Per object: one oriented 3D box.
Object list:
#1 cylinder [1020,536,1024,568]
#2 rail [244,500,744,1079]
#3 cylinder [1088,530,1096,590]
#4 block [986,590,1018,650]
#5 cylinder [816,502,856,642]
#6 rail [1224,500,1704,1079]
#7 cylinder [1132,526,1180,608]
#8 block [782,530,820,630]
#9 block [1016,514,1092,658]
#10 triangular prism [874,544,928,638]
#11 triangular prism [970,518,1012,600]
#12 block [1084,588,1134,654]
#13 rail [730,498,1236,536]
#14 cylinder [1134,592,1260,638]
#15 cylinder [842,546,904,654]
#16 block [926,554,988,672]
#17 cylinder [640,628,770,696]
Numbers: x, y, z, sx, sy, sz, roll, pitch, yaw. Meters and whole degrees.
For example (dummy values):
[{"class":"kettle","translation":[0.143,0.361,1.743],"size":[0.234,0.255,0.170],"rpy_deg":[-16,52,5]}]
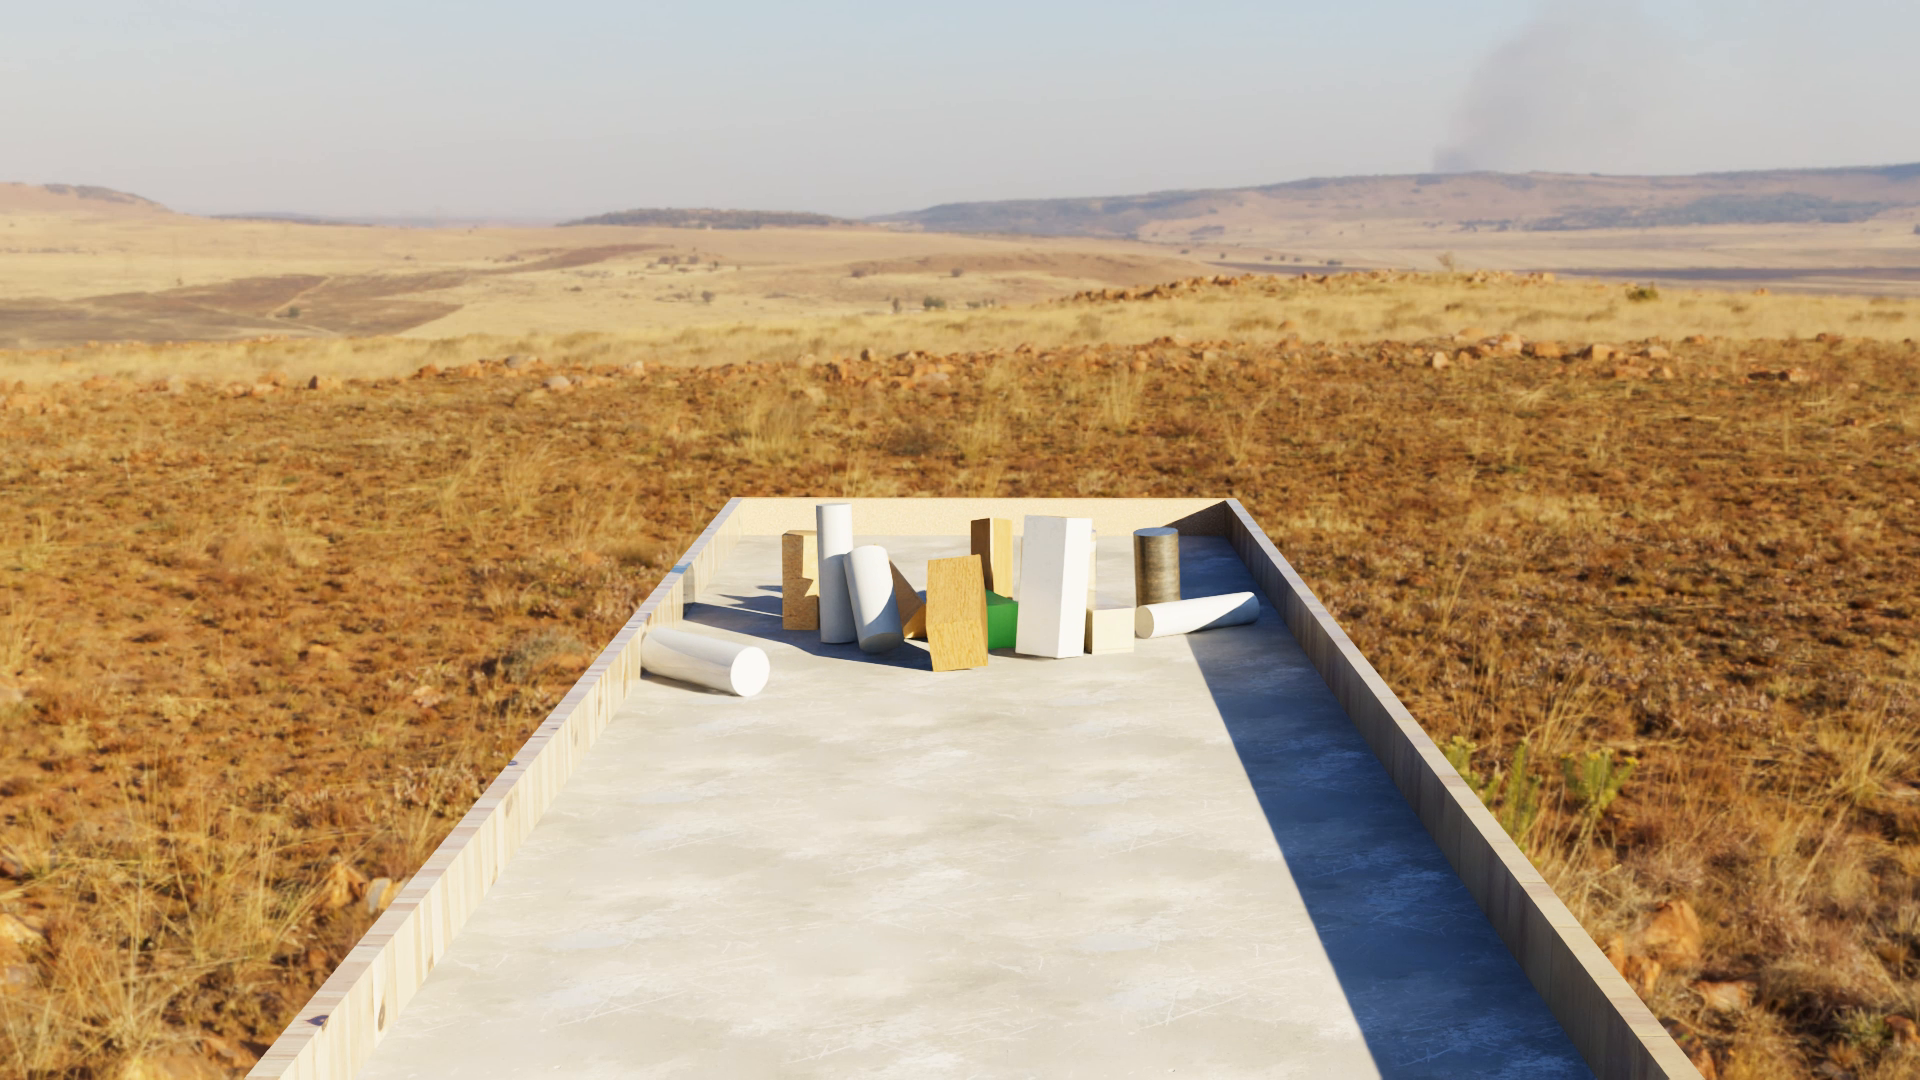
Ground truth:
[{"class":"cylinder","translation":[0.261,0.158,6.937],"size":[0.148,0.331,0.148],"rpy_deg":[2,8,0]},{"class":"rail","translation":[-1.004,0.839,3.234],"size":[0.050,0.150,12.000],"rpy_deg":[0,9,1]},{"class":"cylinder","translation":[0.371,0.121,7.269],"size":[0.159,0.306,0.159],"rpy_deg":[0,9,0]},{"class":"block","translation":[0.045,0.240,7.051],"size":[0.138,0.138,0.418],"rpy_deg":[-4,10,-23]},{"class":"cylinder","translation":[-0.392,0.103,6.956],"size":[0.113,0.433,0.113],"rpy_deg":[-2,6,0]},{"class":"rail","translation":[1.046,0.843,3.208],"size":[0.050,0.150,12.000],"rpy_deg":[0,9,1]},{"class":"cylinder","translation":[0.645,0.125,7.188],"size":[0.148,0.312,0.148],"rpy_deg":[-3,12,1]},{"class":"block","translation":[-0.513,0.130,7.193],"size":[0.114,0.312,0.114],"rpy_deg":[1,9,8]},{"class":"block","translation":[0.287,0.139,6.725],"size":[0.151,0.422,0.151],"rpy_deg":[5,2,33]},{"class":"triangular prism","translation":[-0.208,0.160,7.145],"size":[0.140,0.121,0.407],"rpy_deg":[0,28,-27]},{"class":"triangular prism","translation":[0.088,0.103,7.248],"size":[0.118,0.341,0.136],"rpy_deg":[-3,-5,30]},{"class":"block","translation":[0.404,0.251,6.985],"size":[0.138,0.138,0.424],"rpy_deg":[-3,10,-19]},{"class":"rail","translation":[0.099,-0.098,9.147],"size":[2.100,0.150,0.050],"rpy_deg":[0,9,1]},{"class":"cylinder","translation":[0.770,0.243,7.133],"size":[0.440,0.107,0.107],"rpy_deg":[-6,11,-33]},{"class":"cylinder","translation":[-0.268,0.184,6.812],"size":[0.140,0.304,0.140],"rpy_deg":[-10,-27,-5]},{"class":"block","translation":[-0.008,0.218,6.656],"size":[0.163,0.163,0.381],"rpy_deg":[-7,29,4]},{"class":"cylinder","translation":[-0.740,0.350,6.353],"size":[0.413,0.142,0.142],"rpy_deg":[9,13,44]}]
